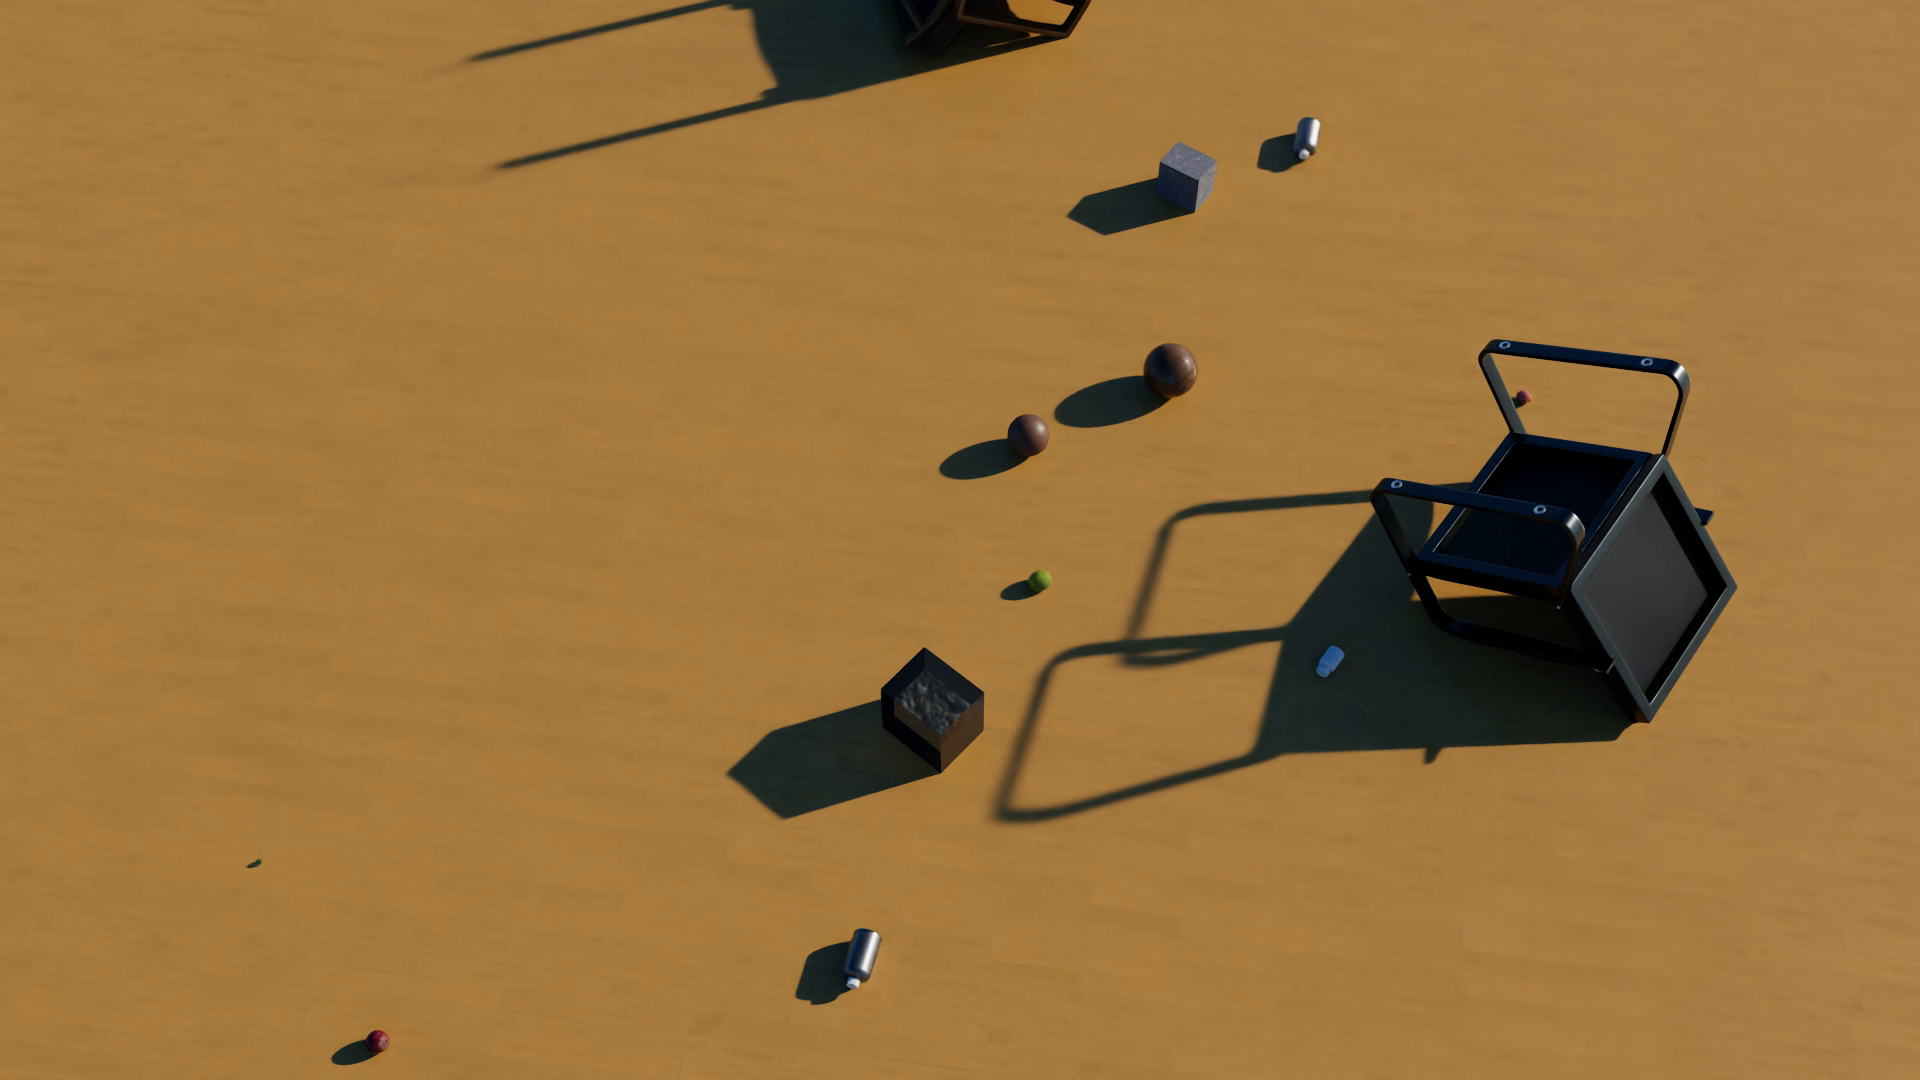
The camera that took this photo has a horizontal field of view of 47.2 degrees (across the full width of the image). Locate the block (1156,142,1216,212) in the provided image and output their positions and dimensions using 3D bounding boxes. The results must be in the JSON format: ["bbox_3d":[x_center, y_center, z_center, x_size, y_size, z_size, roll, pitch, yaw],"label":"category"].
[{"bbox_3d":[0.750,-1.203,7.289,0.150,0.153,0.112,30,61,19],"label":"block"}]

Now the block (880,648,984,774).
[{"bbox_3d":[-0.076,0.474,6.125,0.220,0.218,0.180,36,63,22],"label":"block"}]

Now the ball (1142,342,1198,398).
[{"bbox_3d":[0.654,-0.527,6.824,0.171,0.171,0.171,0,56,0],"label":"ball"}]
